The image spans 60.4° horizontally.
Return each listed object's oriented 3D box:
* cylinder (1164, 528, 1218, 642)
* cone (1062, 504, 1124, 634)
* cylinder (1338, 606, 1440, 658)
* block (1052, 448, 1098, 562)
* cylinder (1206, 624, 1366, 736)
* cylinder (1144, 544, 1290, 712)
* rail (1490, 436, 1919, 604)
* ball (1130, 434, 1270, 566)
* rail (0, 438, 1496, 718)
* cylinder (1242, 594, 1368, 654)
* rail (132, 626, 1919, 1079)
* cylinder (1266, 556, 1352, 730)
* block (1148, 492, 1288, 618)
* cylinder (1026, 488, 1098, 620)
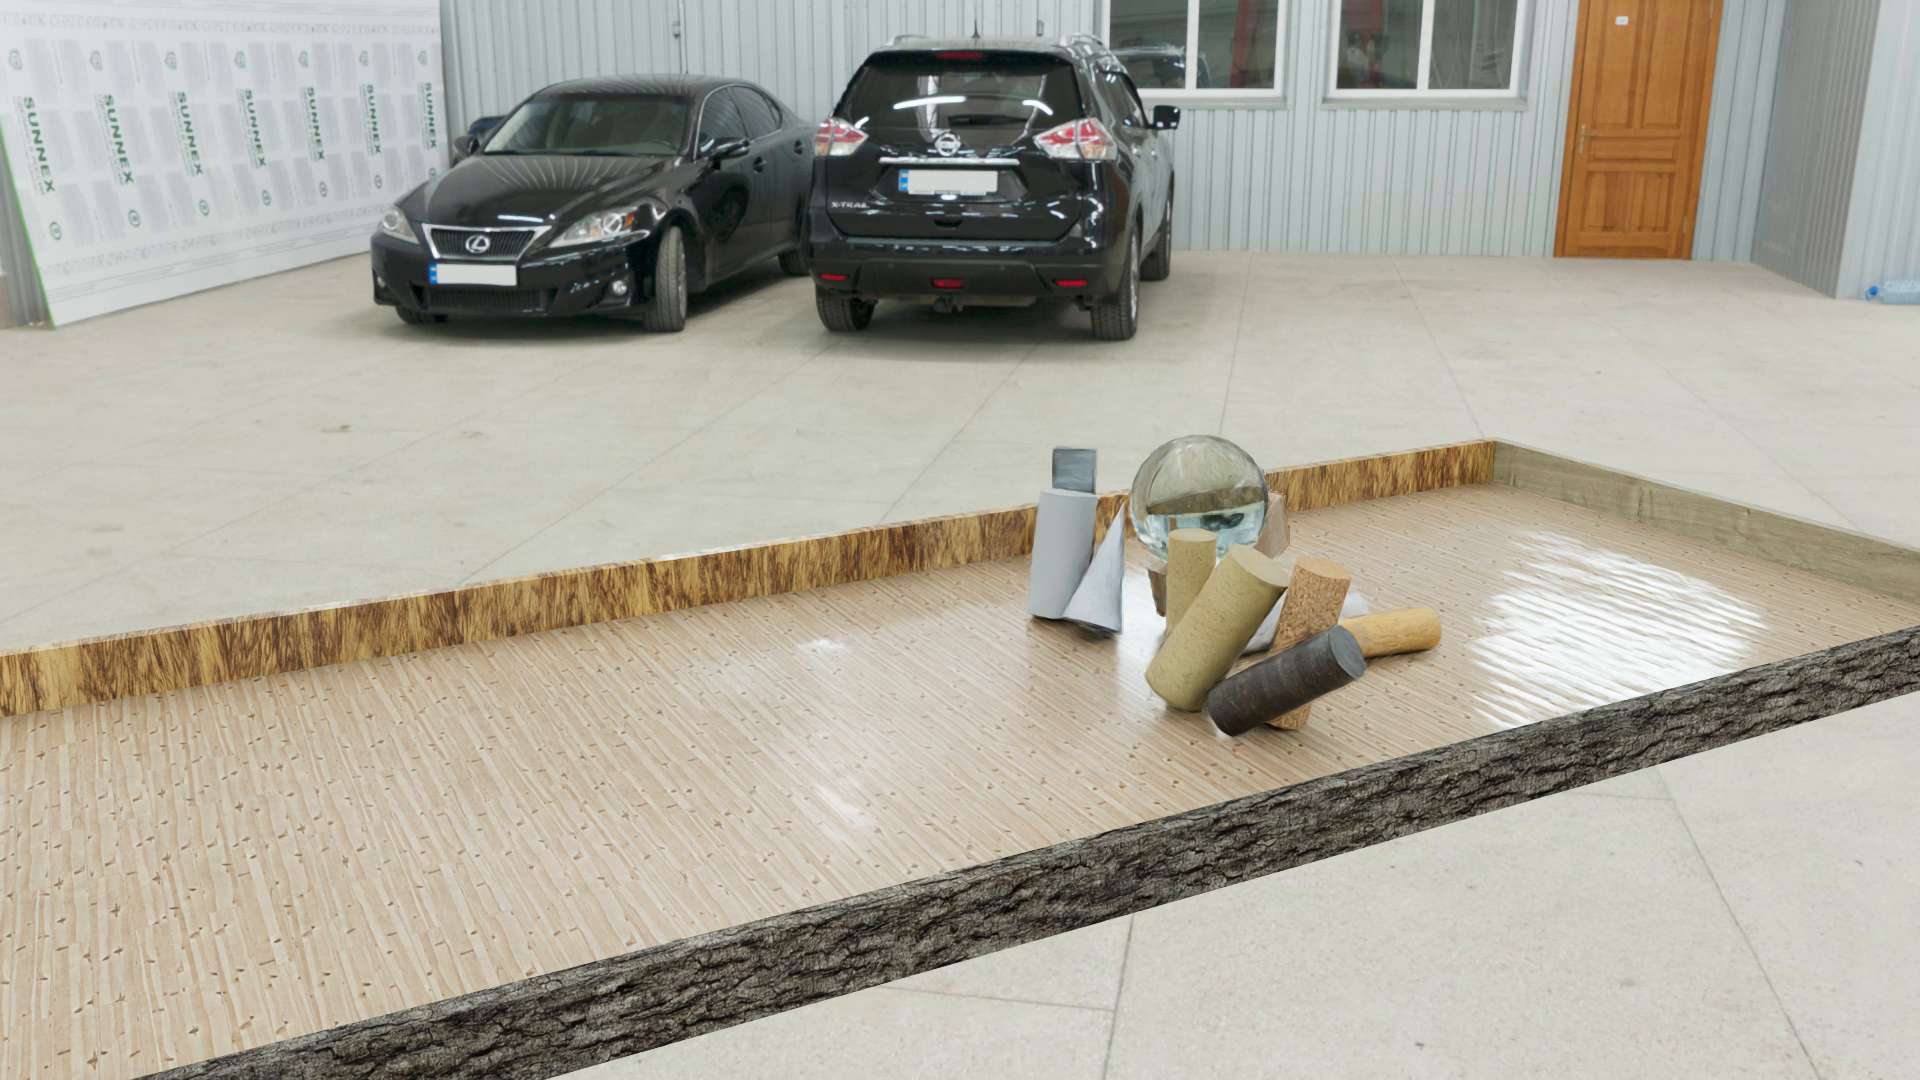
[{"bbox_3d":[0.567,0.175,4.067,0.118,0.391,0.118,0,16,0],"label":"cylinder"},{"bbox_3d":[0.401,0.060,4.458,0.167,0.353,0.167,15,-6,2],"label":"cone"},{"bbox_3d":[1.089,0.248,4.312,0.322,0.113,0.113,-7,18,-21],"label":"cylinder"},{"bbox_3d":[0.323,-0.048,4.728,0.121,0.428,0.121,3,5,8],"label":"block"},{"bbox_3d":[0.731,0.320,3.719,0.350,0.128,0.128,-33,-6,37],"label":"cylinder"},{"bbox_3d":[0.606,0.210,3.903,0.163,0.385,0.163,25,24,-12],"label":"cylinder"},{"bbox_3d":[2.466,-0.048,5.253,0.050,0.150,2.100,-9,18,-27],"label":"rail"},{"bbox_3d":[0.631,-0.096,4.353,0.366,0.366,0.366,0,16,0],"label":"ball"},{"bbox_3d":[-3.305,0.497,3.399,12.000,0.150,0.050,-9,18,-27],"label":"rail"},{"bbox_3d":[0.887,0.222,4.372,0.381,0.114,0.114,-7,18,-17],"label":"cylinder"},{"bbox_3d":[-2.336,1.006,1.665,12.000,0.150,0.050,-9,18,-27],"label":"rail"},{"bbox_3d":[0.792,0.239,3.830,0.130,0.381,0.130,12,19,-4],"label":"cylinder"},{"bbox_3d":[0.722,0.042,4.586,0.166,0.166,0.424,20,49,38],"label":"block"},{"bbox_3d":[0.283,0.038,4.579,0.162,0.341,0.162,6,8,-1],"label":"cylinder"}]
